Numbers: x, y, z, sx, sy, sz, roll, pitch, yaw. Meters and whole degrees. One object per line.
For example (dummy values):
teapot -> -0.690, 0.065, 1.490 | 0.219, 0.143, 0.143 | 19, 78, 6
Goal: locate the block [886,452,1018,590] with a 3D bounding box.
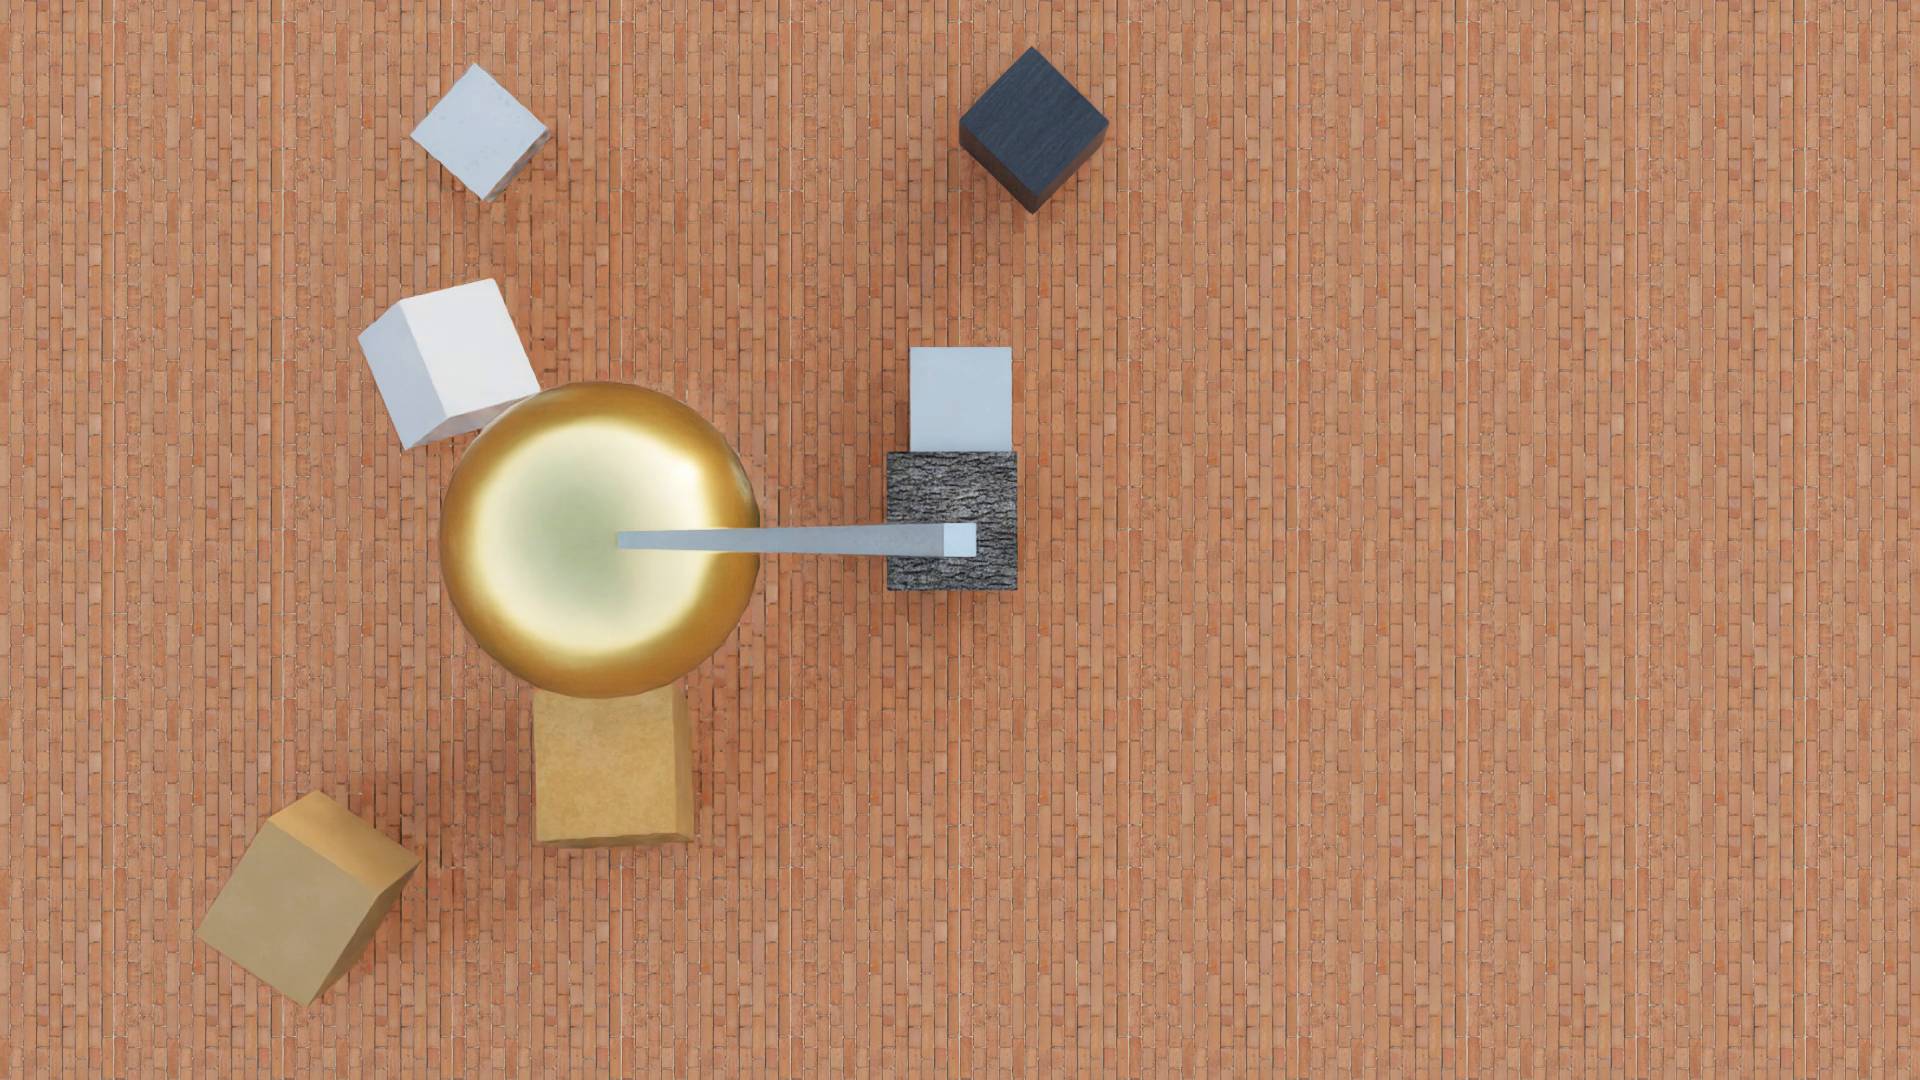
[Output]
block -> -0.044, -0.105, 12.624 | 0.729, 0.752, 0.776 | 0, 90, 0

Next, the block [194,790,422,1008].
block -> -3.708, 2.036, 12.572 | 0.746, 0.762, 0.795 | 34, 97, 0

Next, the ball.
ball -> -1.796, 0.000, 11.020 | 1.600, 1.600, 1.600 | 0, 90, 0

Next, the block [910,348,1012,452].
block -> 0.005, -0.786, 12.648 | 0.563, 0.705, 0.585 | 0, 90, 0

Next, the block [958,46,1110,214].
block -> 0.415, -2.343, 12.650 | 0.613, 0.701, 0.585 | 44, 90, 0

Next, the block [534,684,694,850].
block -> -1.961, 1.303, 12.538 | 0.768, 0.774, 0.823 | -3, 78, 0

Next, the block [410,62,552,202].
block -> -2.737, -2.328, 12.635 | 0.523, 0.646, 0.546 | 42, 90, -10

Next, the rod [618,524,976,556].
rod -> -0.778, 0.000, 7.775 | 0.080, 5.200, 0.080 | 0, 90, -17

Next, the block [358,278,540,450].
block -> -2.918, -1.005, 12.566 | 0.625, 0.584, 0.706 | -22, 88, -41
